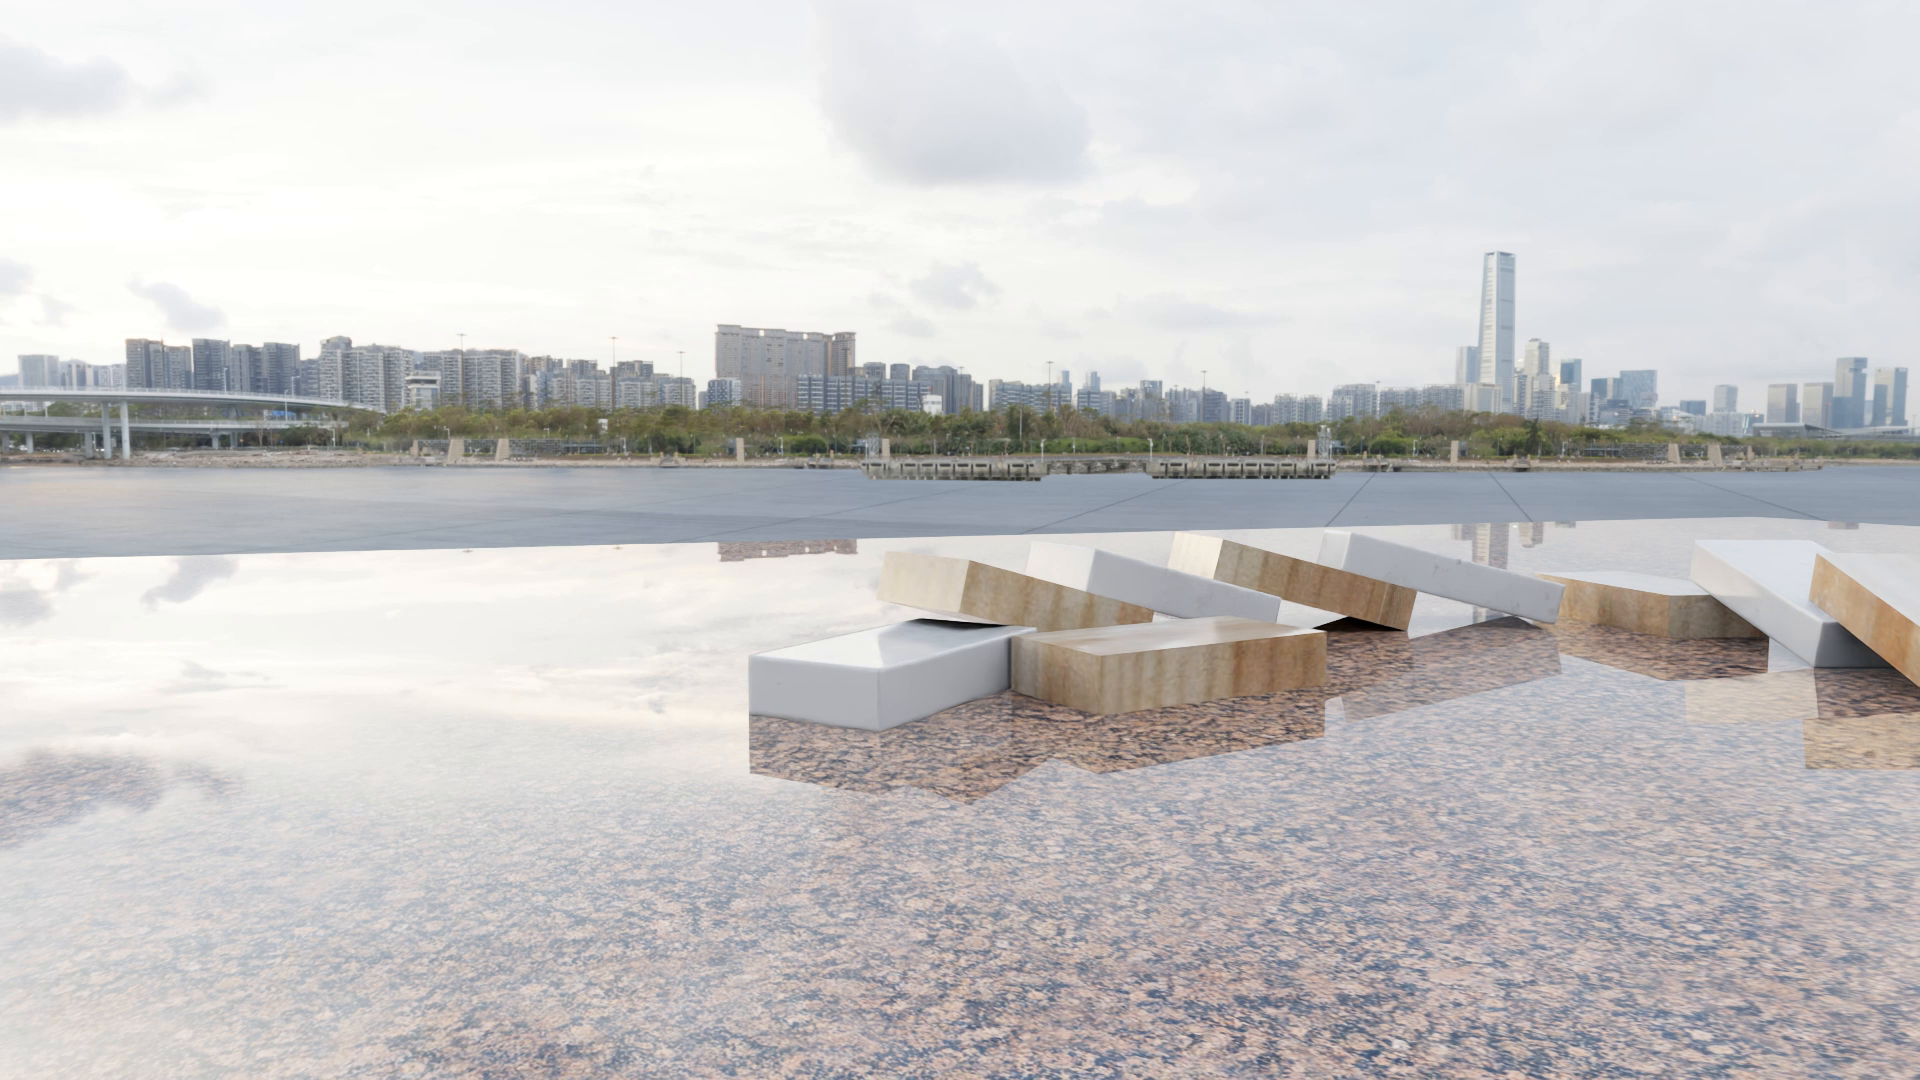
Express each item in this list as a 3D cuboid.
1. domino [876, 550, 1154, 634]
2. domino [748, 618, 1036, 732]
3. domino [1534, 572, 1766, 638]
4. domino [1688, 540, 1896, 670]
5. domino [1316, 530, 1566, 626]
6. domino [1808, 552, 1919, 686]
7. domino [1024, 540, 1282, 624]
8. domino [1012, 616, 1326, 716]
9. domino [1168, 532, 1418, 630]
[{"bbox_3d":[0.011,0.013,0.251,0.050,0.009,0.025,16,-7,-39],"label":"domino"},{"bbox_3d":[-0.010,0.022,0.216,0.025,0.009,0.050,3,5,31],"label":"domino"},{"bbox_3d":[0.163,0.015,0.307,0.025,0.010,0.050,-1,4,-9],"label":"domino"},{"bbox_3d":[0.176,0.012,0.265,0.025,0.010,0.050,0,18,4],"label":"domino"},{"bbox_3d":[0.114,0.008,0.307,0.050,0.010,0.025,14,2,2],"label":"domino"},{"bbox_3d":[0.174,0.015,0.225,0.025,0.010,0.050,1,18,10],"label":"domino"},{"bbox_3d":[0.042,0.011,0.278,0.050,0.010,0.025,14,-3,-28],"label":"domino"},{"bbox_3d":[0.037,0.021,0.224,0.050,0.010,0.025,-3,5,-31],"label":"domino"},{"bbox_3d":[0.076,0.009,0.298,0.050,0.010,0.025,14,1,-15],"label":"domino"}]
